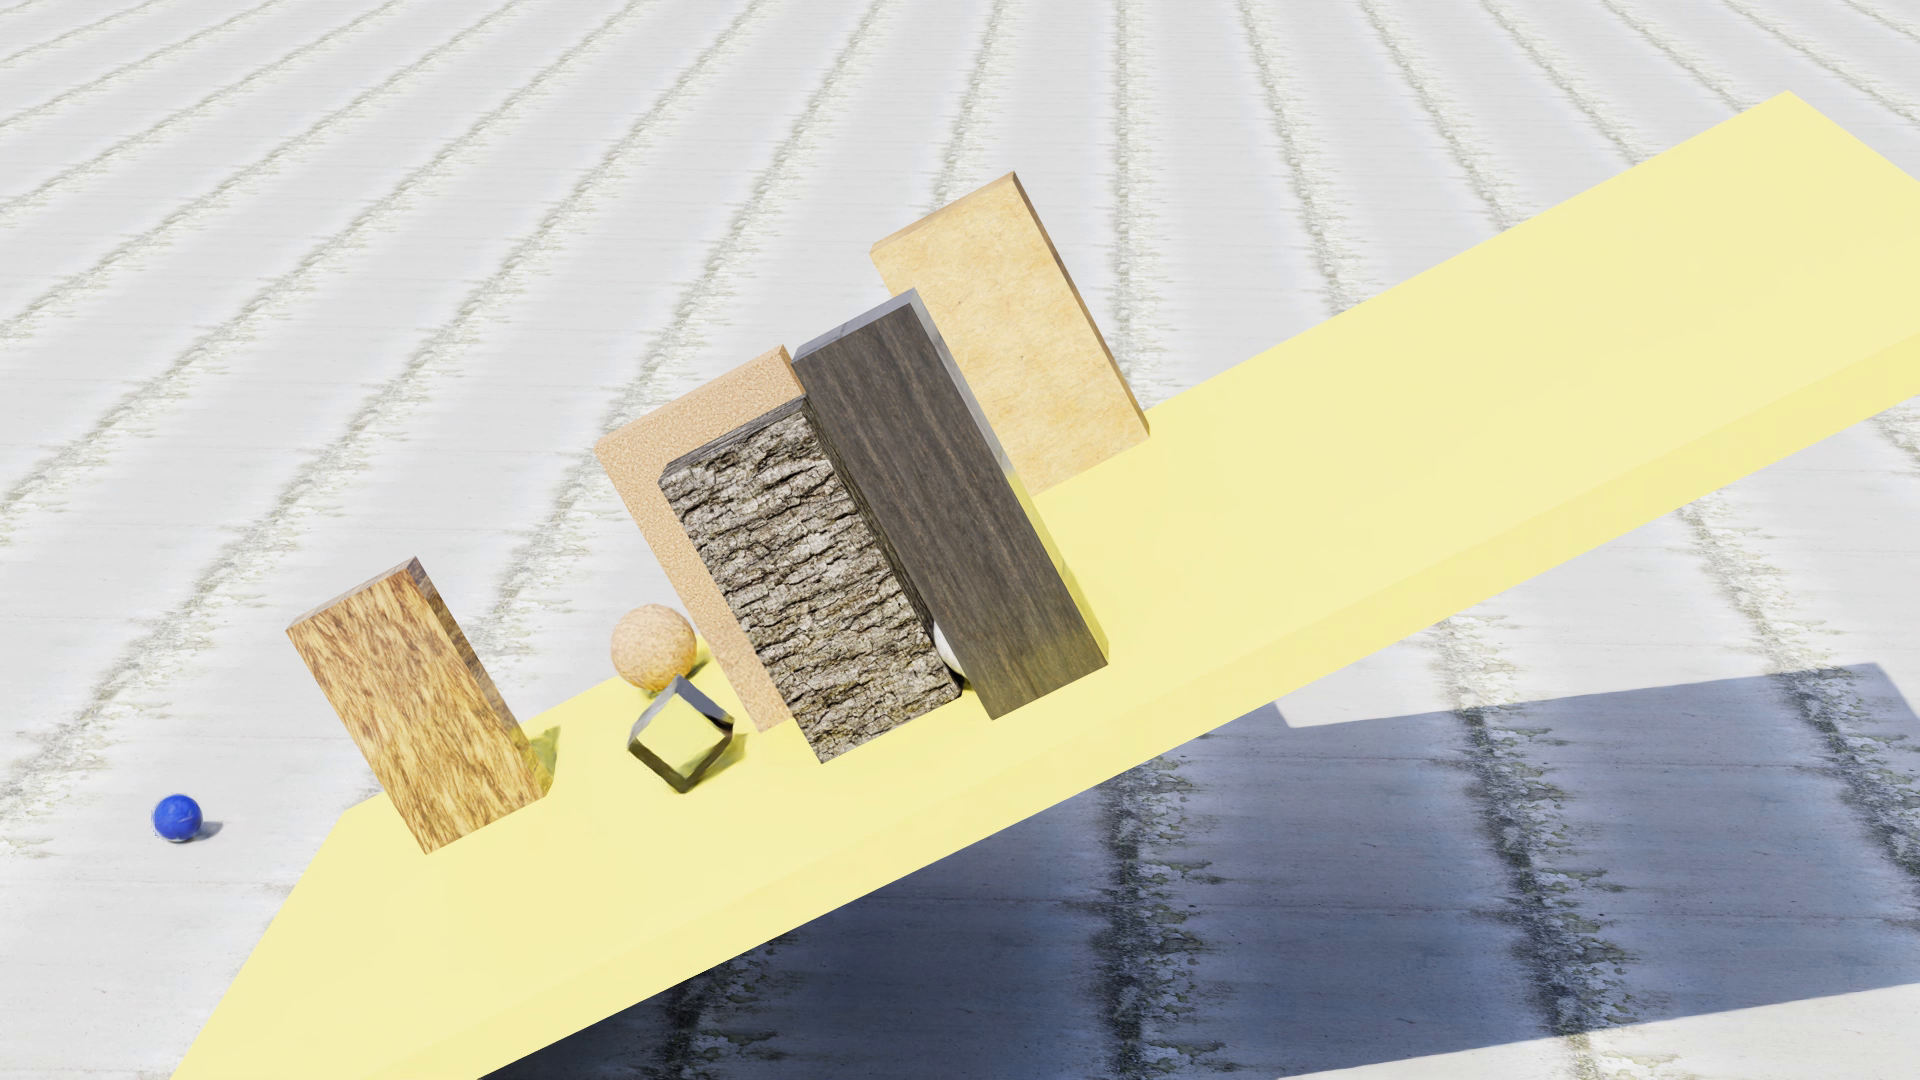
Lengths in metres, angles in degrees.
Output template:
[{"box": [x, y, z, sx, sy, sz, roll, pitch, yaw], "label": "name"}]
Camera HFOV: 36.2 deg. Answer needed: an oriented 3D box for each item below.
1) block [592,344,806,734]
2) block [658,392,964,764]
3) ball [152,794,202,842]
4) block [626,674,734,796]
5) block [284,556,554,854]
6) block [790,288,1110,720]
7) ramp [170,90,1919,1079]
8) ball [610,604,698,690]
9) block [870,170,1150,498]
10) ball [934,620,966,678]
[{"box": [-0.400, 0.003, 6.228, 0.448, 0.715, 0.082, -26, 14, 11], "label": "block"}, {"box": [-0.290, 0.079, 5.853, 0.320, 0.663, 0.139, -26, 14, 11], "label": "block"}, {"box": [-2.027, 0.720, 7.620, 0.124, 0.124, 0.124, 0, 17, 0], "label": "ball"}, {"box": [-0.591, 0.410, 6.230, 0.156, 0.156, 0.156, 40, 10, -11], "label": "block"}, {"box": [-1.234, 0.382, 6.732, 0.325, 0.618, 0.091, -26, 14, 11], "label": "block"}, {"box": [-0.012, -0.064, 5.547, 0.251, 0.789, 0.132, -26, 14, 11], "label": "block"}, {"box": [0.141, 0.167, 6.281, 4.000, 0.100, 2.000, -26, 14, 11], "label": "ramp"}, {"box": [-0.734, 0.257, 7.043, 0.208, 0.208, 0.208, 0, 17, 0], "label": "ball"}, {"box": [0.121, -0.468, 6.915, 0.375, 0.692, 0.125, -26, 14, 11], "label": "block"}, {"box": [0.044, 0.180, 5.812, 0.195, 0.195, 0.195, 0, 17, 0], "label": "ball"}]
